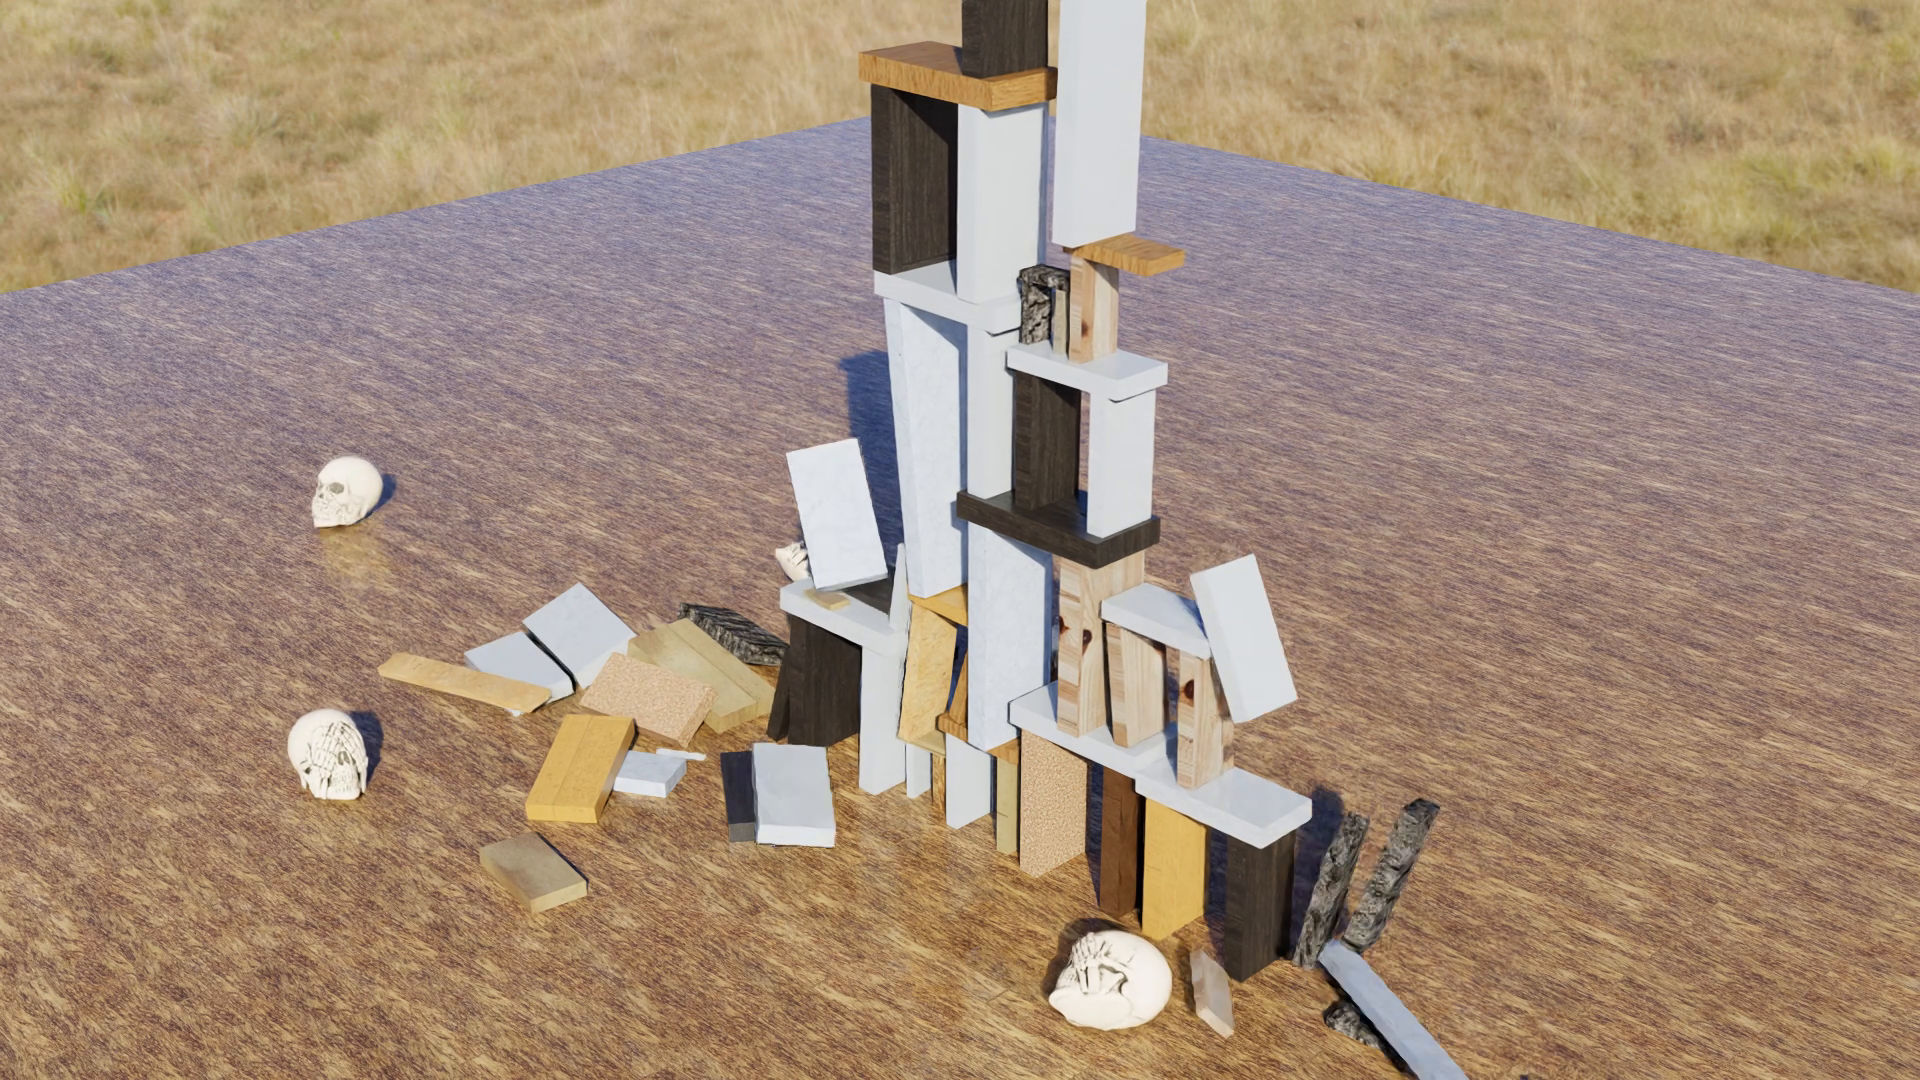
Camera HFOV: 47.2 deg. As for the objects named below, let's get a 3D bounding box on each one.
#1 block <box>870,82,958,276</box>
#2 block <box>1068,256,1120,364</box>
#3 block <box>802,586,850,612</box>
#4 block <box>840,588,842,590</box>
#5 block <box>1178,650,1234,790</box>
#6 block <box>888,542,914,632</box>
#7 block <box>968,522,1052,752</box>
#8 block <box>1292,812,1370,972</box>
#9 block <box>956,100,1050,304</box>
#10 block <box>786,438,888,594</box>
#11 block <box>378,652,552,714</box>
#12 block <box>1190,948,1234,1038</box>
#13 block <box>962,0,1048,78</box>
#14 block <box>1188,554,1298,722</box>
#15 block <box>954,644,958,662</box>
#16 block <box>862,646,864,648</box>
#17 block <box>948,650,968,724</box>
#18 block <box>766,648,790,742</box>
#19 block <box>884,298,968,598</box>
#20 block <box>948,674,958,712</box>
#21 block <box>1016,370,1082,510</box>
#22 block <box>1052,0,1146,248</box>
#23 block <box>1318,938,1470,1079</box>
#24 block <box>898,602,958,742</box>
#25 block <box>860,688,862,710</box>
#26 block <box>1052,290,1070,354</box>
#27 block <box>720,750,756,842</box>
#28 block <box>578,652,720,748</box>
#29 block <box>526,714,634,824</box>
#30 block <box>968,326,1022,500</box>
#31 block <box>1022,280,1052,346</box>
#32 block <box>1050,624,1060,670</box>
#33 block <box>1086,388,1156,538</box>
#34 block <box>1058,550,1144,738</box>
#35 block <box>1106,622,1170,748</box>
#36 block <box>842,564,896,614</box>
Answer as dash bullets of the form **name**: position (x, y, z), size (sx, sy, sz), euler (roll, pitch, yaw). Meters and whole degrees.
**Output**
- **block**: position (-0.081, -0.676, 4.042), size (0.173, 0.346, 0.049), euler (-20, 30, -39)
- **block**: position (0.232, -0.408, 3.806), size (0.027, 0.190, 0.095), euler (21, 31, 41)
- **block**: position (-0.274, 0.118, 4.501), size (0.048, 0.014, 0.095), euler (-18, 29, -36)
- **block**: position (-0.260, 0.074, 4.587), size (0.048, 0.014, 0.095), euler (-37, 39, -29)
- **block**: position (0.436, 0.300, 3.884), size (0.033, 0.264, 0.118), euler (19, 29, 41)
- **block**: position (-0.087, 0.085, 4.355), size (0.094, 0.188, 0.027), euler (-16, 37, -37)
- **block**: position (0.096, 0.162, 4.181), size (0.173, 0.461, 0.049), euler (-20, 30, -39)
- **block**: position (0.640, 0.607, 3.795), size (0.037, 0.265, 0.132), euler (23, 41, 17)
- **block**: position (0.076, -0.606, 3.884), size (0.173, 0.347, 0.049), euler (-20, 31, -39)
- **block**: position (-0.252, -0.051, 4.501), size (0.149, 0.297, 0.042), euler (-13, -16, -3)
- **block**: position (-1.112, 0.316, 4.916), size (0.480, 0.020, 0.071), euler (10, 36, 34)
- **block**: position (0.436, 0.783, 3.802), size (0.022, 0.077, 0.154), euler (-39, 22, 20)
- **block**: position (0.077, -0.959, 3.733), size (0.162, 0.323, 0.046), euler (-20, 30, -39)
- **block**: position (0.489, 0.168, 3.789), size (0.132, 0.265, 0.037), euler (-17, 1, -41)
- **block**: position (-0.161, 0.198, 5.193), size (0.132, 0.037, 0.370), euler (-13, 32, -32)
- **block**: position (-0.247, 0.247, 5.153), size (0.071, 0.020, 0.141), euler (19, 30, 38)
- **block**: position (0.051, 0.252, 4.282), size (0.109, 0.218, 0.031), euler (-20, 48, -39)
- **block**: position (-0.347, 0.317, 4.721), size (0.032, 0.228, 0.114), euler (33, 37, 26)
- **block**: position (-0.045, -0.190, 4.210), size (0.162, 0.585, 0.046), euler (-20, 24, -39)
- **block**: position (-0.066, 0.358, 4.869), size (0.132, 0.037, 0.265), euler (-4, 23, -9)
- **block**: position (0.160, -0.195, 3.973), size (0.130, 0.260, 0.037), euler (-21, 31, -40)
- **block**: position (0.233, -0.781, 3.637), size (0.046, 0.575, 0.162), euler (23, 32, 40)
- **block**: position (0.721, 0.798, 3.710), size (0.077, 0.022, 0.491), euler (14, 13, -19)
- **block**: position (-0.060, 0.250, 4.400), size (0.031, 0.309, 0.109), euler (27, 34, 33)
- **block**: position (-0.195, 0.379, 4.776), size (0.020, 0.071, 0.141), euler (-32, 27, 0)
- **block**: position (0.191, -0.387, 3.851), size (0.058, 0.116, 0.016), euler (-21, 34, -40)
- **block**: position (-0.406, 0.518, 4.487), size (0.149, 0.042, 0.297), euler (-4, 23, -8)
- **block**: position (-0.679, 0.347, 4.794), size (0.288, 0.041, 0.144), euler (15, 62, 32)
- **block**: position (-0.779, 0.468, 4.528), size (0.144, 0.041, 0.288), euler (2, 35, 9)
- **block**: position (0.089, -0.252, 4.027), size (0.162, 0.324, 0.046), euler (-20, 30, -39)
- **block**: position (0.137, -0.409, 3.902), size (0.058, 0.116, 0.016), euler (-20, 30, -39)
- **block**: position (0.204, 0.246, 4.989), size (0.149, 0.042, 0.371), euler (5, 11, 34)
- **block**: position (0.283, -0.146, 3.859), size (0.037, 0.260, 0.130), euler (21, 31, 40)
- **block**: position (0.257, 0.172, 4.011), size (0.173, 0.346, 0.049), euler (-21, 31, -40)
- **block**: position (0.323, 0.244, 3.978), size (0.118, 0.236, 0.033), euler (-21, 24, -40)
- **block**: position (-0.150, 0.098, 4.490), size (0.094, 0.027, 0.188), euler (-40, 41, -25)
